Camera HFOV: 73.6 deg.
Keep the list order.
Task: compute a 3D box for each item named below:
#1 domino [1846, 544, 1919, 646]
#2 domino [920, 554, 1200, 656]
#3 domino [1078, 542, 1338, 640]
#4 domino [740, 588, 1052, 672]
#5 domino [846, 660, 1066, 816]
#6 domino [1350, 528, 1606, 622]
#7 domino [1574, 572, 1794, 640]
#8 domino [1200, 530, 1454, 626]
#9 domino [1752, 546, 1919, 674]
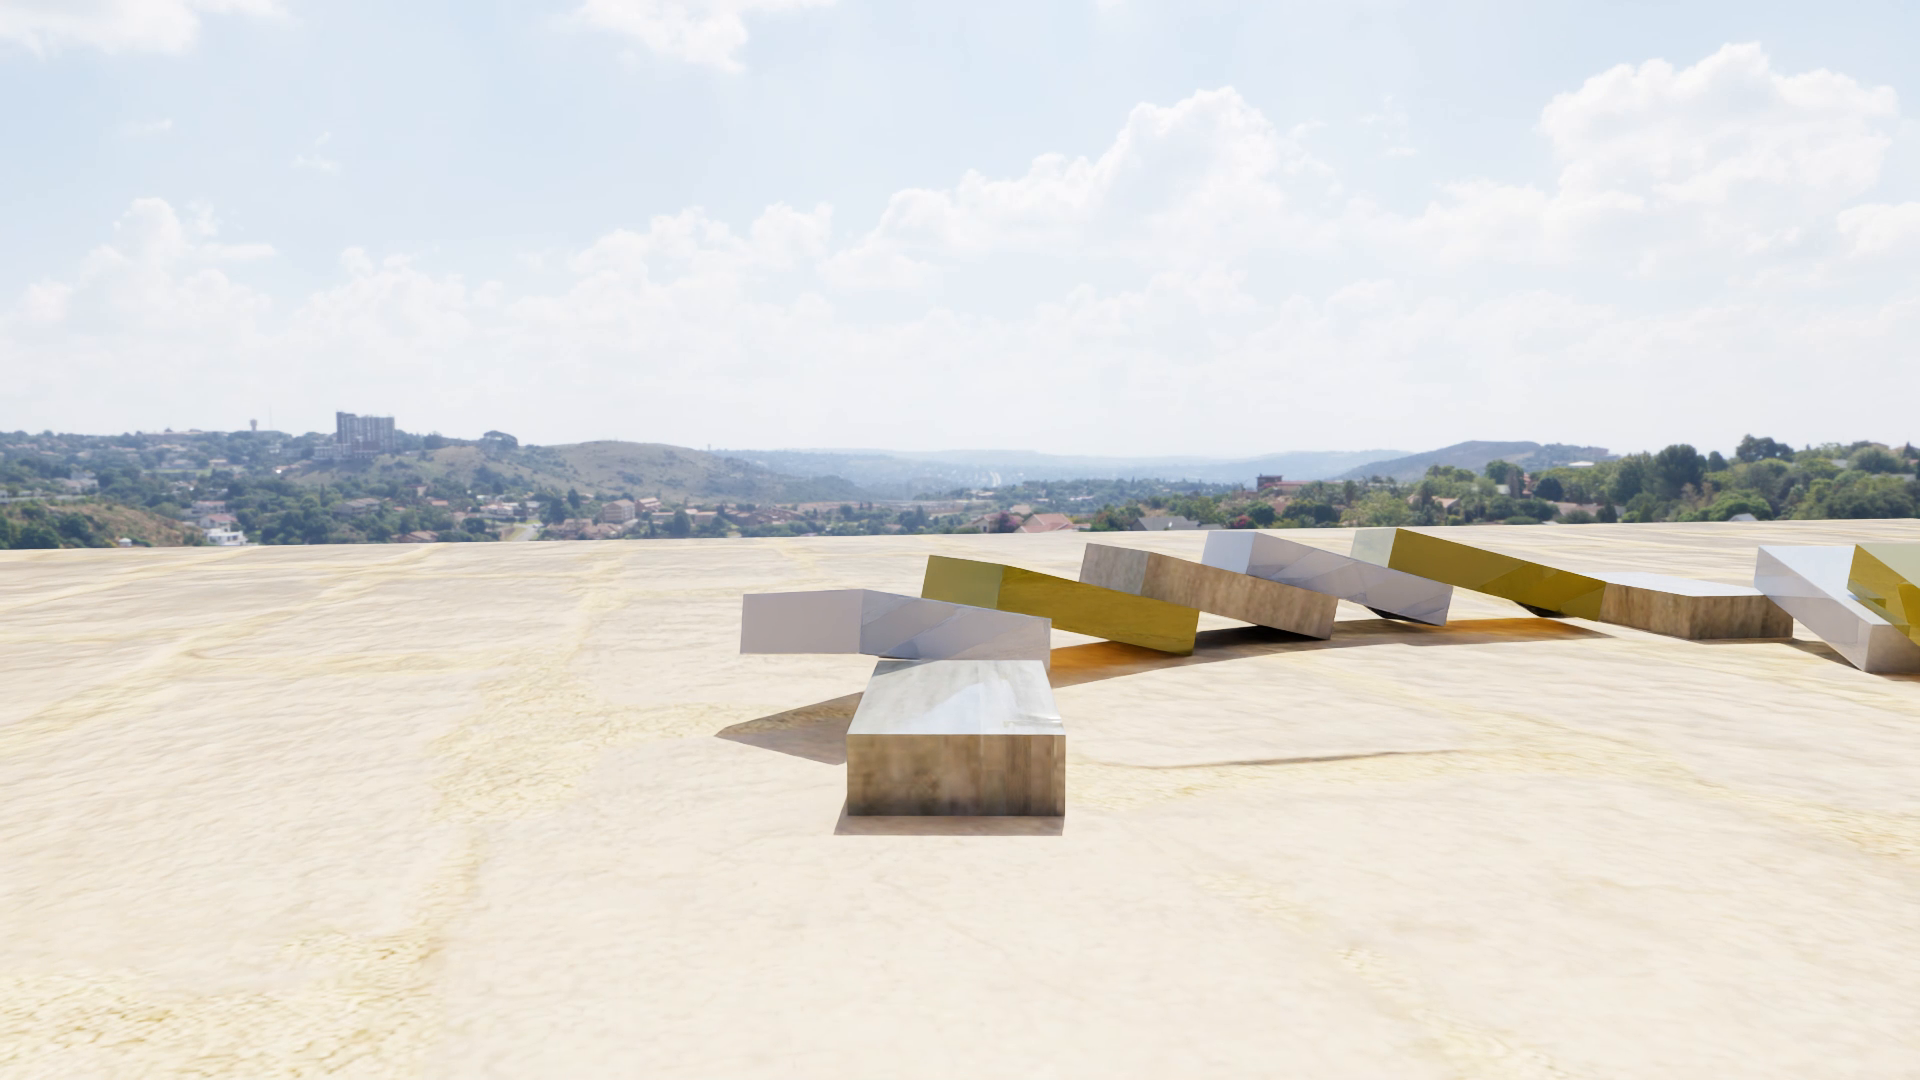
[{"bbox_3d":[0.183,0.014,0.225,0.025,0.009,0.050,0,21,9],"label":"domino"},{"bbox_3d":[0.020,0.013,0.254,0.050,0.009,0.025,13,-4,-34],"label":"domino"},{"bbox_3d":[0.054,0.011,0.279,0.050,0.009,0.025,13,-2,-25],"label":"domino"},{"bbox_3d":[-0.009,0.016,0.213,0.025,0.009,0.050,-4,-10,37],"label":"domino"},{"bbox_3d":[0.000,0.025,0.171,0.025,0.009,0.050,0,4,0],"label":"domino"},{"bbox_3d":[0.120,0.008,0.301,0.050,0.009,0.025,14,-2,-3],"label":"domino"},{"bbox_3d":[0.168,0.015,0.305,0.025,0.010,0.050,-1,4,-8],"label":"domino"},{"bbox_3d":[0.084,0.009,0.296,0.050,0.010,0.025,15,-2,-13],"label":"domino"},{"bbox_3d":[0.185,0.013,0.260,0.025,0.009,0.050,1,17,10],"label":"domino"}]
